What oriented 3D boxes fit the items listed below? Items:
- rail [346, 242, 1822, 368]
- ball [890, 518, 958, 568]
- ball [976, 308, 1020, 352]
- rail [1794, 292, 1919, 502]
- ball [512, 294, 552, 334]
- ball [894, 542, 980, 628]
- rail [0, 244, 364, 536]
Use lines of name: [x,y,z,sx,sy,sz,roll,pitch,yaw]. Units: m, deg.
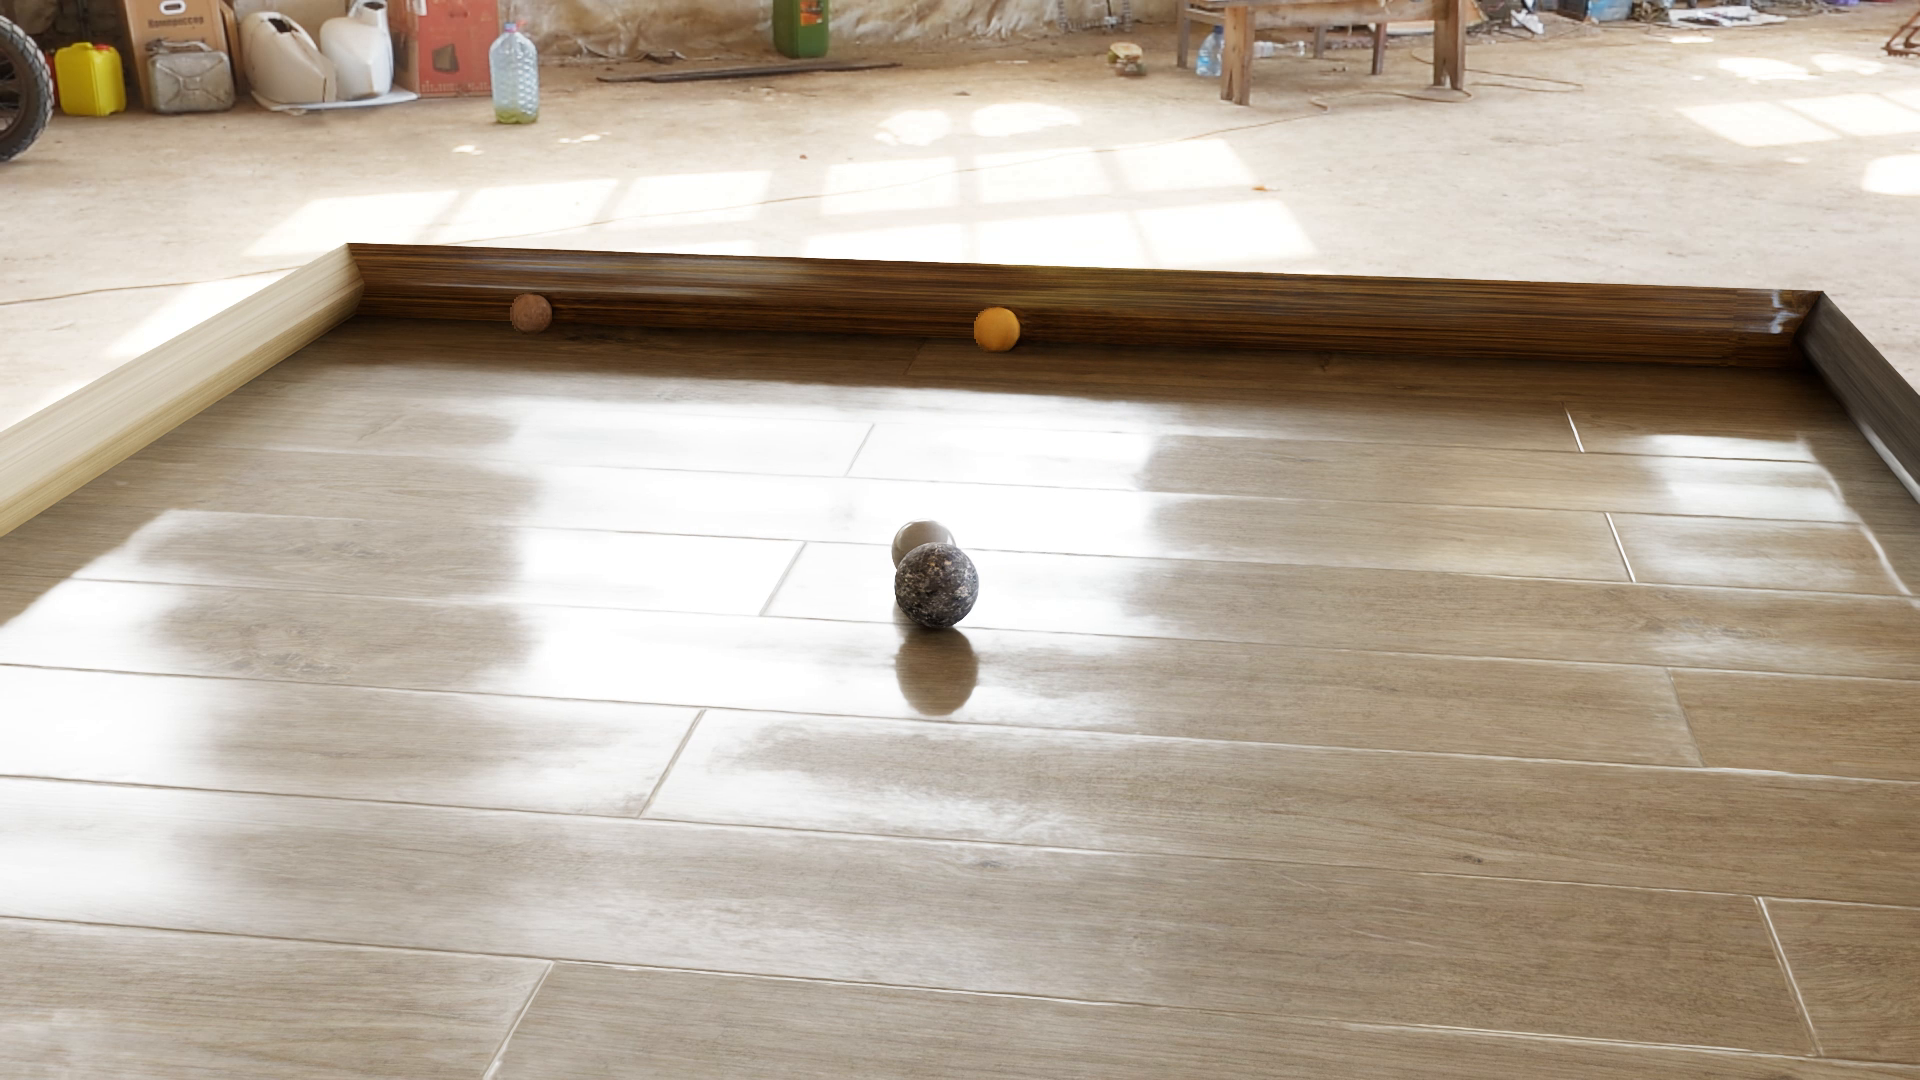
rail: [0.146,-0.380,3.579,2.411,0.126,0.045,3,21,8]
ball: [-0.042,0.013,2.591,0.079,0.079,0.079,0,20,0]
ball: [0.061,-0.340,3.551,0.072,0.072,0.072,0,20,0]
rail: [1.020,0.400,1.480,0.045,0.126,4.234,3,21,8]
ball: [-0.711,-0.376,3.657,0.066,0.066,0.066,0,20,0]
ball: [-0.026,0.051,2.465,0.097,0.097,0.097,0,20,0]
rail: [-1.320,0.284,1.793,0.045,0.126,4.234,3,21,8]
